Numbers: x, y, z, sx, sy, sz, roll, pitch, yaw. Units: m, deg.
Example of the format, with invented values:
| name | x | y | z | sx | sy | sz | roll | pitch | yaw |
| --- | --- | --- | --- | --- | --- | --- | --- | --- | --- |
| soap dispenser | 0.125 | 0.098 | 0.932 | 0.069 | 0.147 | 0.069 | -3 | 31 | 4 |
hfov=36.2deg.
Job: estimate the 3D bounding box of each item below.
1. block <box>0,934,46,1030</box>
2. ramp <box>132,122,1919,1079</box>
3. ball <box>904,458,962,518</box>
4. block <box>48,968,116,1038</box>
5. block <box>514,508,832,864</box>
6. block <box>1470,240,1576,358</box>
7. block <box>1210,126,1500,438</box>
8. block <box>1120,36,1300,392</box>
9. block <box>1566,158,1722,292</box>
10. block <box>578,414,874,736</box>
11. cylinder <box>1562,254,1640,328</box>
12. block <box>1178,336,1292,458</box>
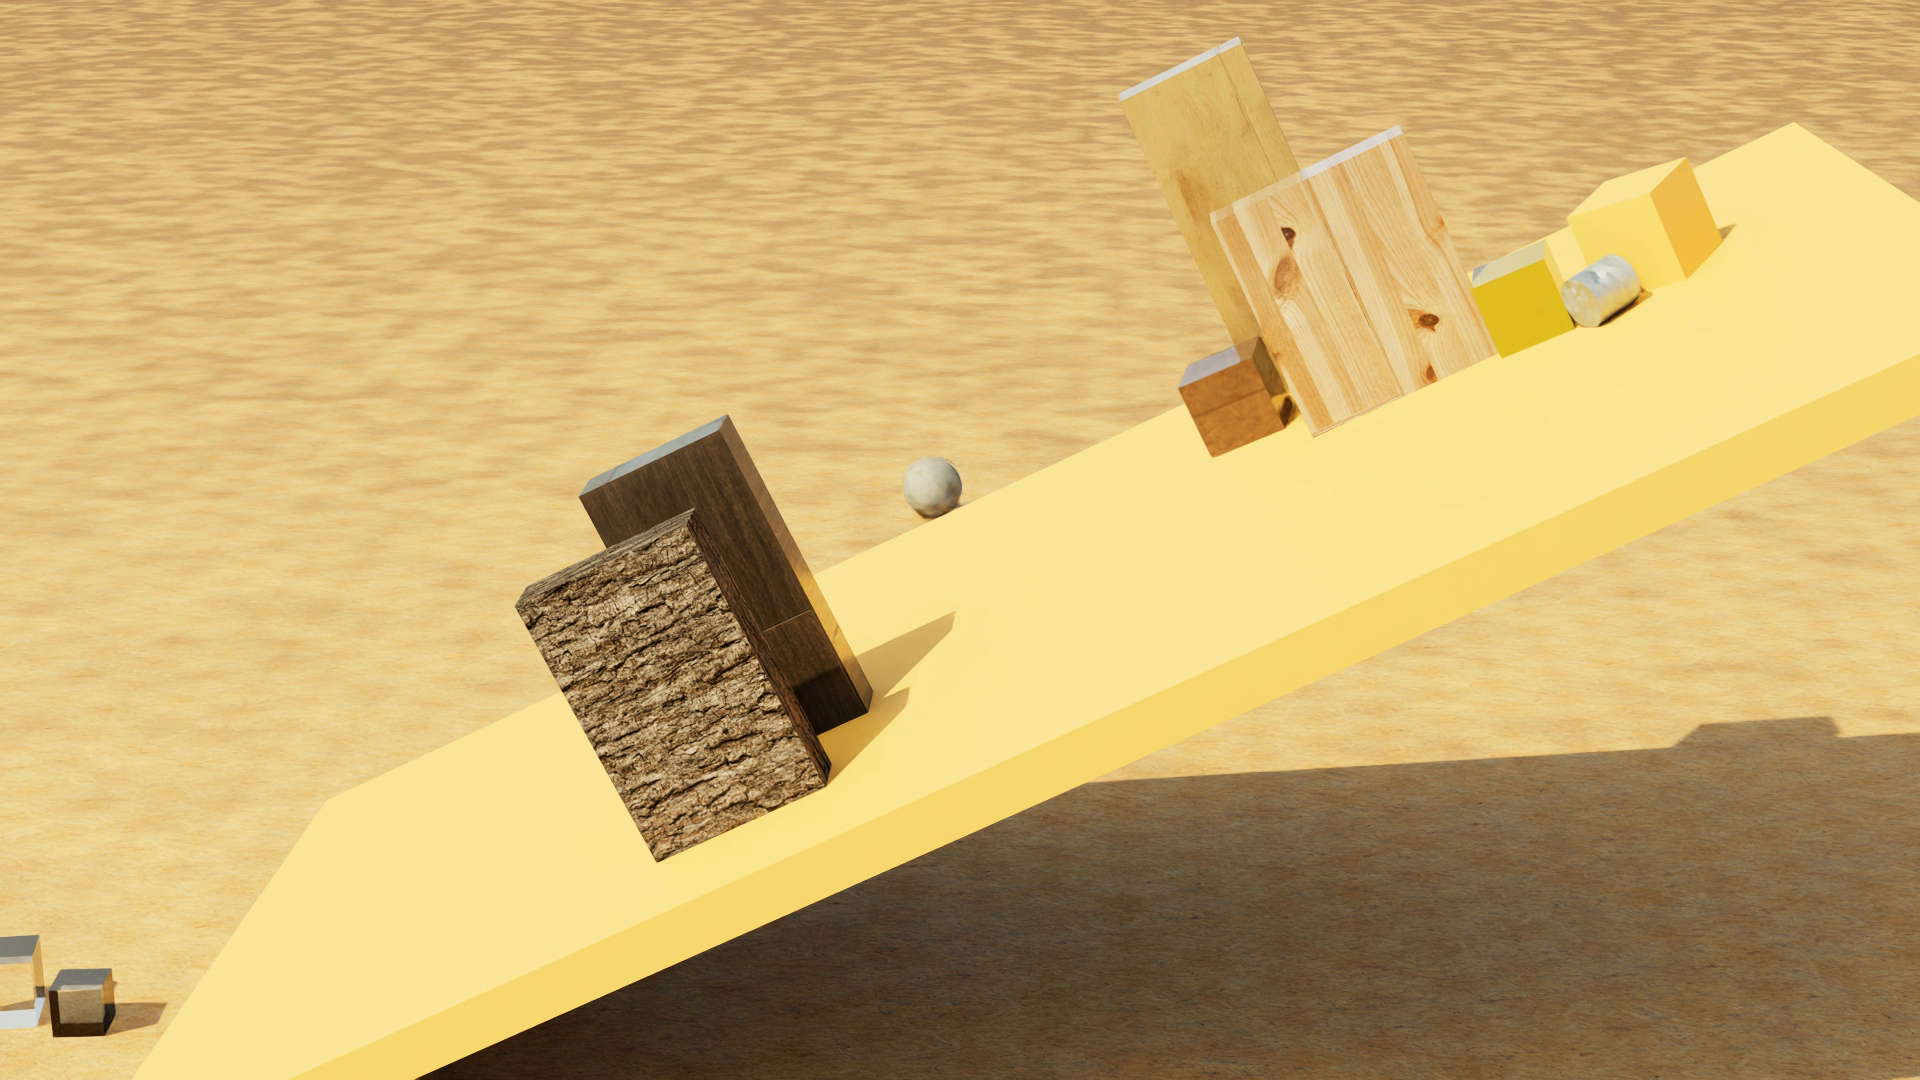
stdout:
| name | x | y | z | sx | sy | sz | roll | pitch | yaw |
| --- | --- | --- | --- | --- | --- | --- | --- | --- | --- |
| block | -2.127 | 0.983 | 6.530 | 0.154 | 0.154 | 0.154 | -3 | 16 | -9 |
| ramp | 0.138 | 0.168 | 6.281 | 4.000 | 0.100 | 2.000 | -25 | 14 | 10 |
| ball | -0.097 | -0.185 | 10.433 | 0.209 | 0.209 | 0.209 | 0 | 16 | 0 |
| block | -1.934 | 1.019 | 6.481 | 0.112 | 0.112 | 0.112 | -1 | 16 | -3 |
| block | -0.550 | 0.283 | 5.688 | 0.370 | 0.581 | 0.129 | -25 | 14 | 10 |
| block | 1.196 | -0.512 | 6.237 | 0.165 | 0.165 | 0.165 | -22 | 14 | 19 |
| block | 0.845 | -0.551 | 6.292 | 0.440 | 0.517 | 0.124 | -25 | 14 | 10 |
| block | 0.668 | -0.731 | 6.751 | 0.300 | 0.775 | 0.141 | -25 | 14 | 10 |
| block | 1.448 | -0.655 | 6.215 | 0.201 | 0.201 | 0.201 | -14 | 19 | 43 |
| block | -0.473 | 0.114 | 6.010 | 0.321 | 0.659 | 0.134 | -25 | 14 | 10 |
| cylinder | 1.331 | -0.517 | 6.110 | 0.114 | 0.114 | 0.114 | -32 | 28 | -20 |
| block | 0.619 | -0.321 | 6.594 | 0.180 | 0.180 | 0.180 | -22 | 14 | 19 |
